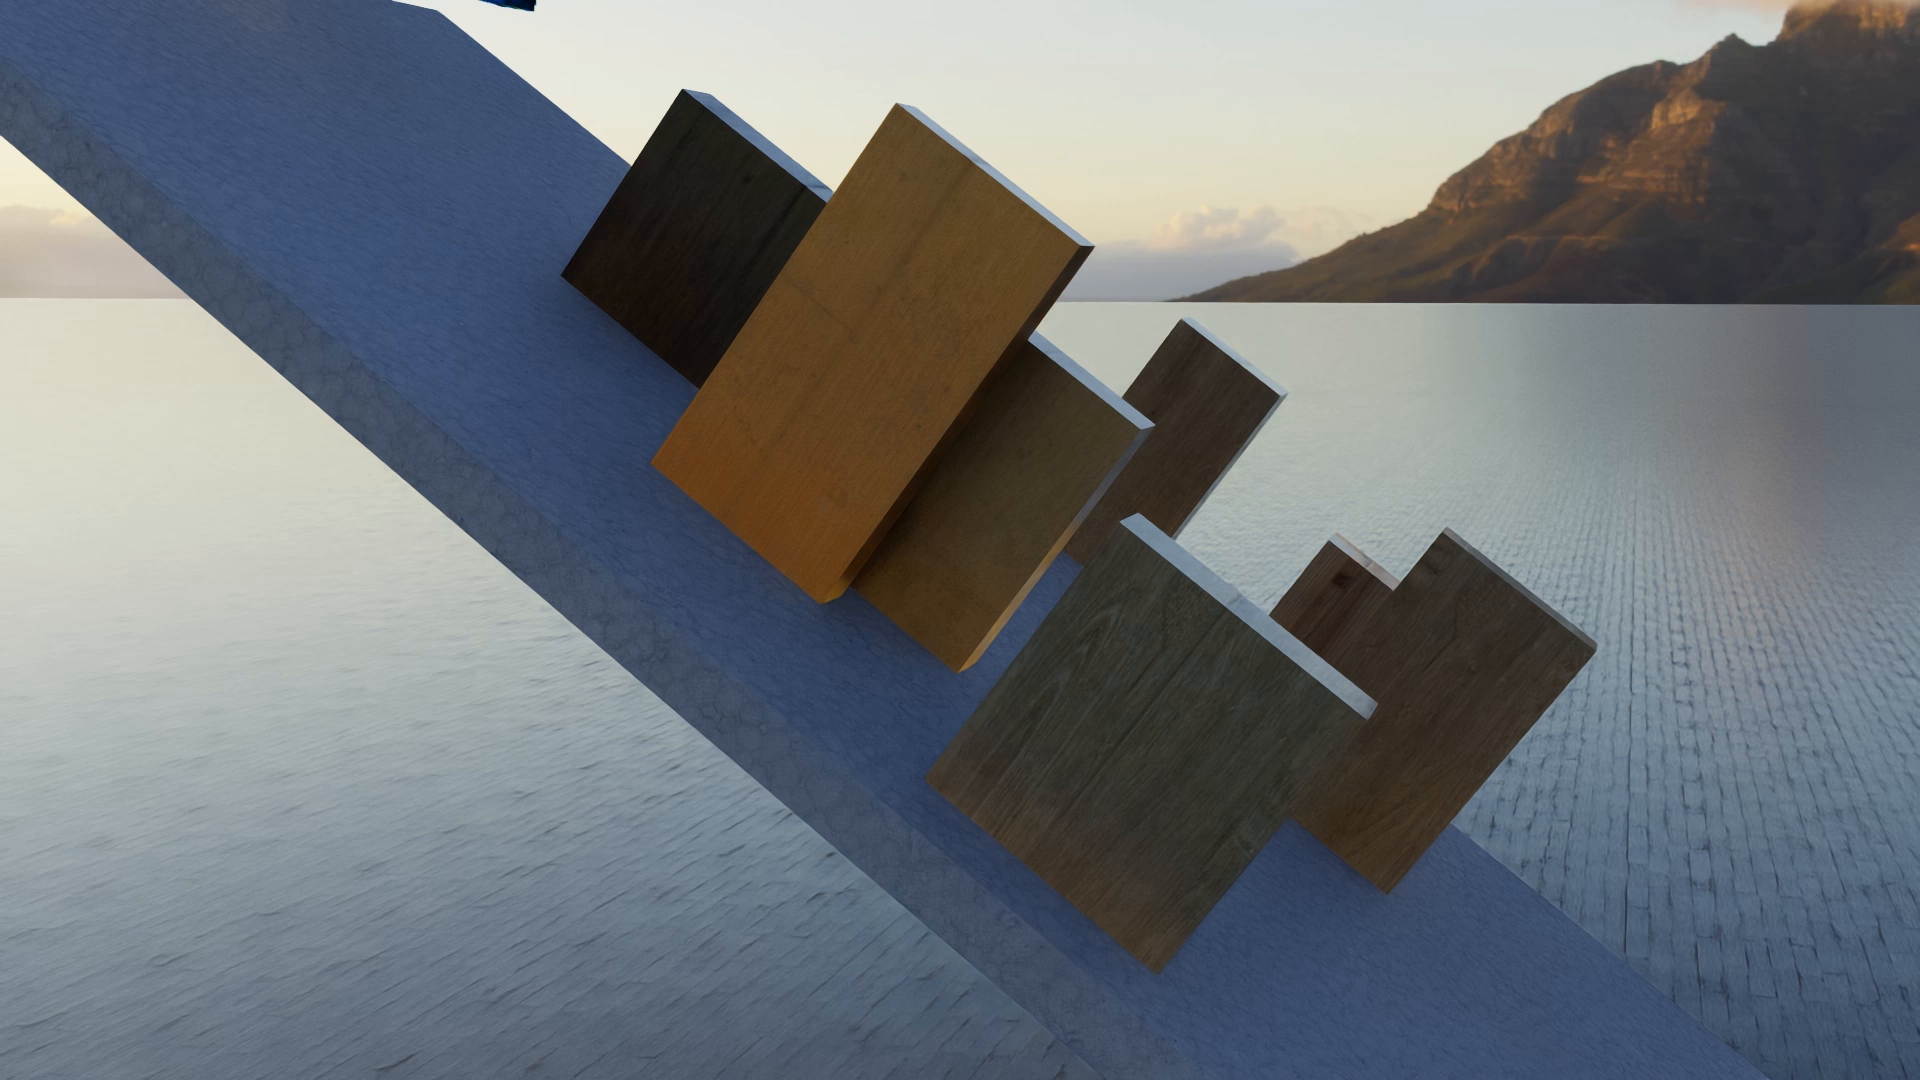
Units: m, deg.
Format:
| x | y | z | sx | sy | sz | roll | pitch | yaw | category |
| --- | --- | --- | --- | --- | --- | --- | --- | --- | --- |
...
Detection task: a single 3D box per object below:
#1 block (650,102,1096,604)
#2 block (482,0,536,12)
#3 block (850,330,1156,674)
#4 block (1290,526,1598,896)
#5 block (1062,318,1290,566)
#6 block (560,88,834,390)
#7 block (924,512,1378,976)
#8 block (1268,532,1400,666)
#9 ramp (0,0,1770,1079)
| x | y | z | sx | sy | sz | roll | pitch | yaw | category |
| --- | --- | --- | --- | --- | --- | --- | --- | --- | --- |
| -0.148 | -0.294 | 3.531 | 0.371 | 0.715 | 0.098 | 39 | 16 | 9 | block |
| -0.972 | -1.201 | 4.472 | 0.195 | 0.195 | 0.195 | 8 | 11 | -34 | block |
| 0.010 | -0.105 | 3.690 | 0.390 | 0.518 | 0.114 | 39 | 16 | 9 | block |
| 0.853 | 0.320 | 4.107 | 0.346 | 0.601 | 0.094 | 39 | 16 | 9 | block |
| 0.423 | -0.175 | 4.707 | 0.265 | 0.550 | 0.116 | 39 | 16 | 9 | block |
| -0.452 | -0.541 | 4.128 | 0.424 | 0.427 | 0.131 | 39 | 16 | 9 | block |
| 0.271 | 0.291 | 3.172 | 0.439 | 0.484 | 0.127 | 39 | 16 | 9 | block |
| 0.779 | 0.280 | 4.402 | 0.407 | 0.418 | 0.136 | 39 | 16 | 9 | block |
| -0.055 | 0.115 | 4.065 | 4.000 | 0.100 | 2.000 | 39 | 16 | 9 | ramp |
